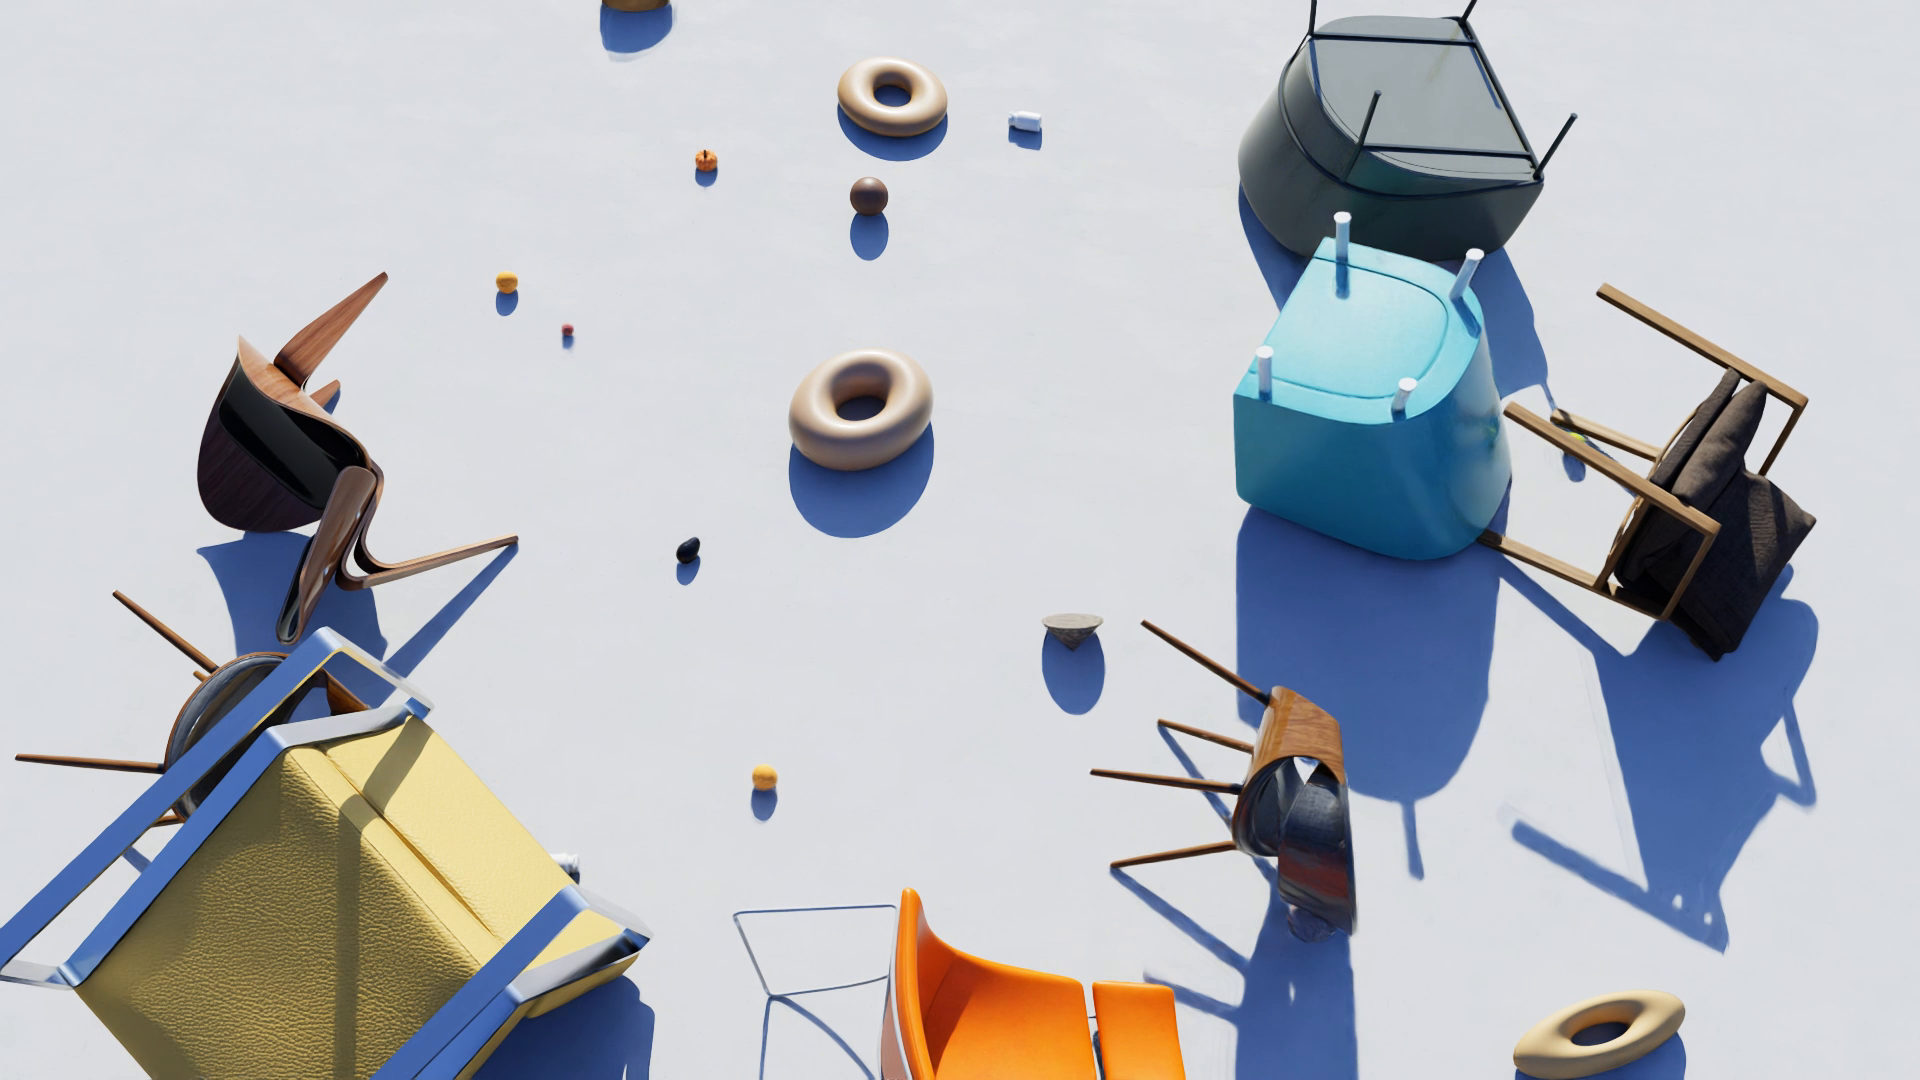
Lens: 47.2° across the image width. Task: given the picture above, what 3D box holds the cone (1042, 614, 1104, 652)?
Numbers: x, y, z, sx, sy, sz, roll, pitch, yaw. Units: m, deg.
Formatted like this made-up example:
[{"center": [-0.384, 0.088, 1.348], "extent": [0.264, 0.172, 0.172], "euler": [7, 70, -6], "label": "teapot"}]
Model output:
[{"center": [0.327, 0.278, 6.348], "extent": [0.181, 0.094, 0.188], "euler": [-9, 13, -32], "label": "cone"}]

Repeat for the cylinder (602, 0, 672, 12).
[{"center": [-1.153, -1.979, 7.823], "extent": [0.252, 0.128, 0.144], "euler": [-3, 56, -10], "label": "cylinder"}]

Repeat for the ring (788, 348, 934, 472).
[{"center": [-0.303, -0.403, 6.749], "extent": [0.478, 0.163, 0.404], "euler": [-36, 62, -22], "label": "ring"}]

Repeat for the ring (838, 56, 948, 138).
[{"center": [-0.232, -1.524, 7.553], "extent": [0.407, 0.075, 0.349], "euler": [35, 62, 22], "label": "ring"}]

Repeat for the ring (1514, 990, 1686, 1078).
[{"center": [1.645, 1.271, 5.657], "extent": [0.483, 0.108, 0.184], "euler": [-16, 56, -9], "label": "ring"}]

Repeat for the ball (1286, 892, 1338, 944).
[{"center": [0.934, 0.999, 5.822], "extent": [0.136, 0.136, 0.136], "euler": [0, 56, 0], "label": "ball"}]
